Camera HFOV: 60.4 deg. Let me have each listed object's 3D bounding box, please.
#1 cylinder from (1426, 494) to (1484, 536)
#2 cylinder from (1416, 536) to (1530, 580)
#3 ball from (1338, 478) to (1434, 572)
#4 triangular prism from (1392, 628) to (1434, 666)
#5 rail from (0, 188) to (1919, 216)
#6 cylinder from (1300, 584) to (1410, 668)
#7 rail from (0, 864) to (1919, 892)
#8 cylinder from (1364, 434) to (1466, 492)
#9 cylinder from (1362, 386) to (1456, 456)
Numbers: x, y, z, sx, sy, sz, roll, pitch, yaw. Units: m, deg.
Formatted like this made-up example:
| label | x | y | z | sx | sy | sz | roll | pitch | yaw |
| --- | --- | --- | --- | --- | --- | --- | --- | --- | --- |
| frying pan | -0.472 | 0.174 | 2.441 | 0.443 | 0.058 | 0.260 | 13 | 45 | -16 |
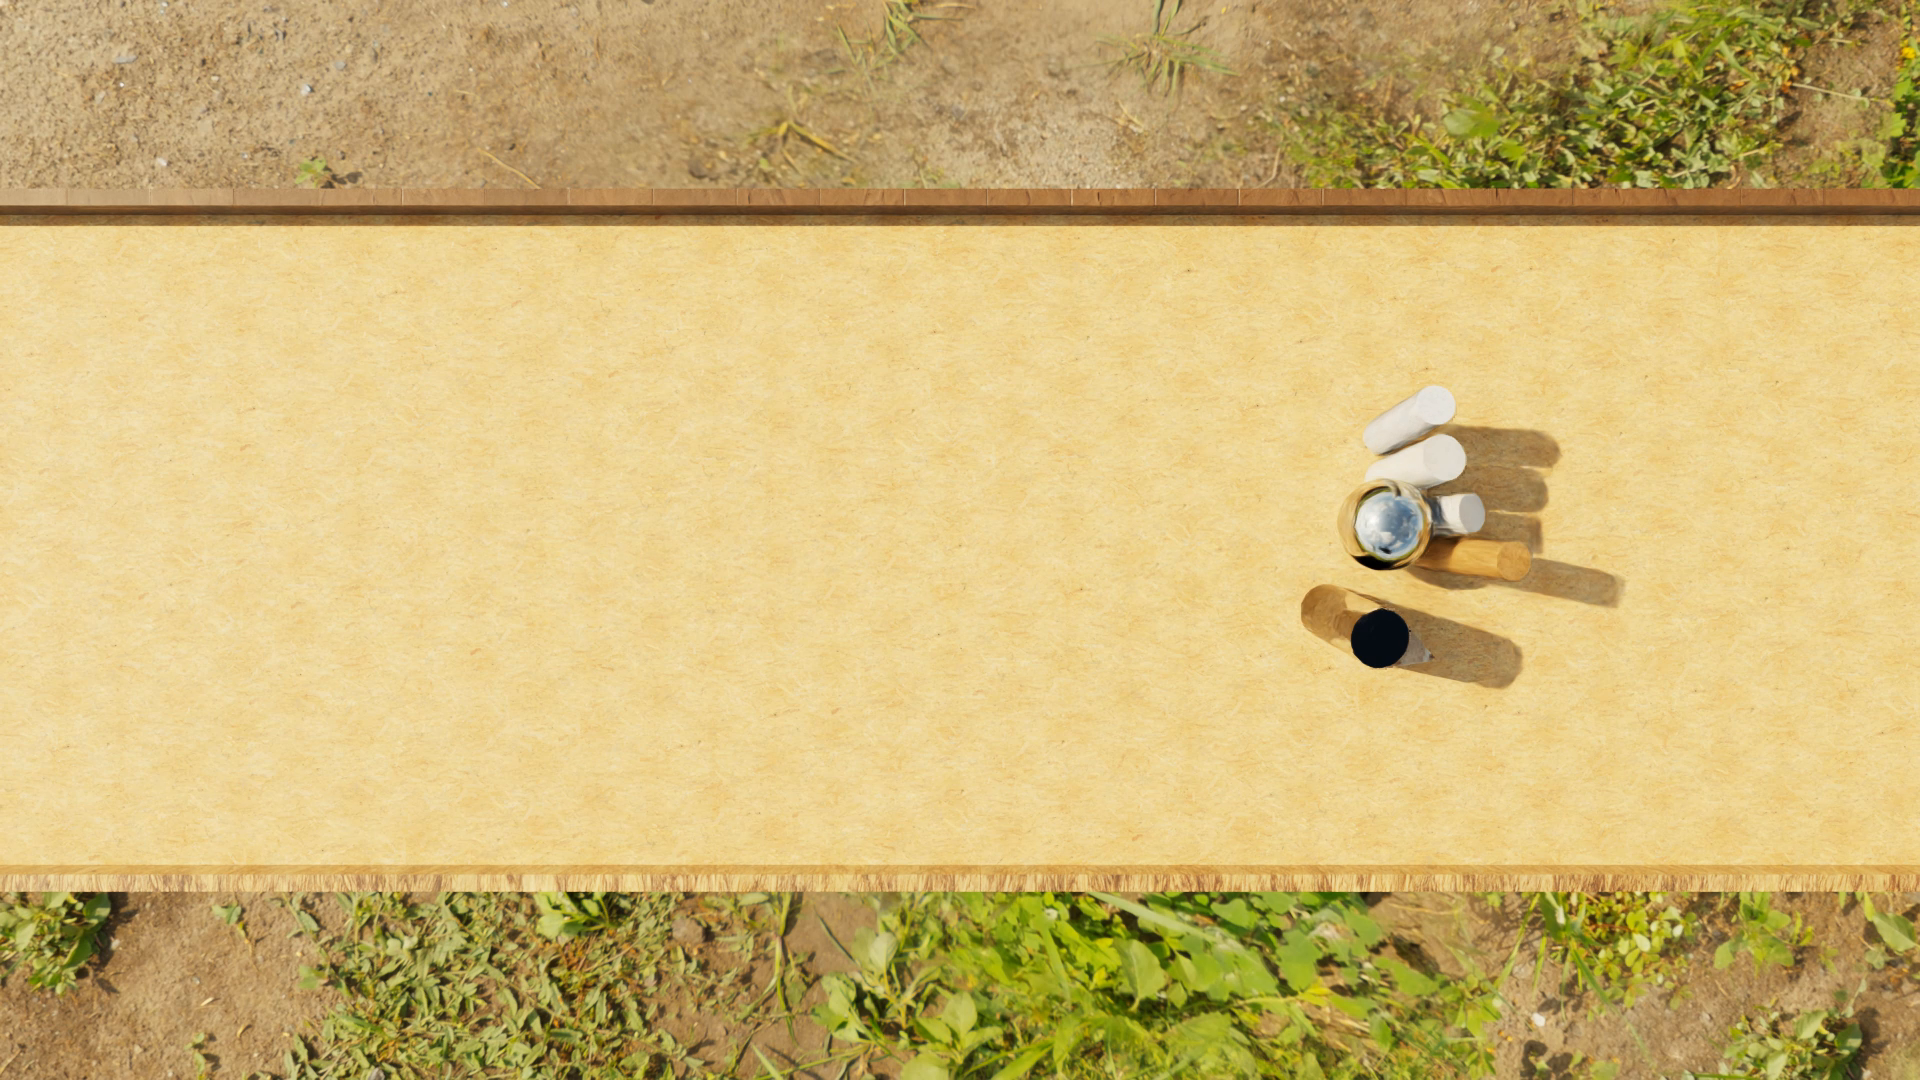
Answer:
| label | x | y | z | sx | sy | sz | roll | pitch | yaw |
| --- | --- | --- | --- | --- | --- | --- | --- | --- | --- |
| cylinder | 1.404 | -0.068 | 4.918 | 0.115 | 0.303 | 0.115 | 3 | 84 | -34 |
| cylinder | 1.497 | 0.048 | 4.851 | 0.111 | 0.438 | 0.111 | -1 | 93 | -16 |
| ball | 1.241 | -0.044 | 4.815 | 0.274 | 0.274 | 0.274 | 0 | 90 | 0 |
| triangular prism | 1.290 | 0.296 | 4.920 | 0.140 | 0.314 | 0.121 | -10 | 90 | 0 |
| rail | -2.247 | -1.025 | 5.002 | 12.000 | 0.150 | 0.050 | 0 | 90 | 0 |
| cylinder | 1.150 | 0.247 | 4.838 | 0.169 | 0.455 | 0.169 | -1 | 97 | -6 |
| rail | -2.247 | 1.025 | 5.001 | 12.000 | 0.150 | 0.050 | 0 | 90 | 0 |
| cylinder | 1.342 | -0.208 | 4.884 | 0.135 | 0.362 | 0.135 | 2 | 81 | -12 |
| cylinder | 1.315 | -0.348 | 4.851 | 0.114 | 0.438 | 0.114 | 1 | 82 | -6 |
